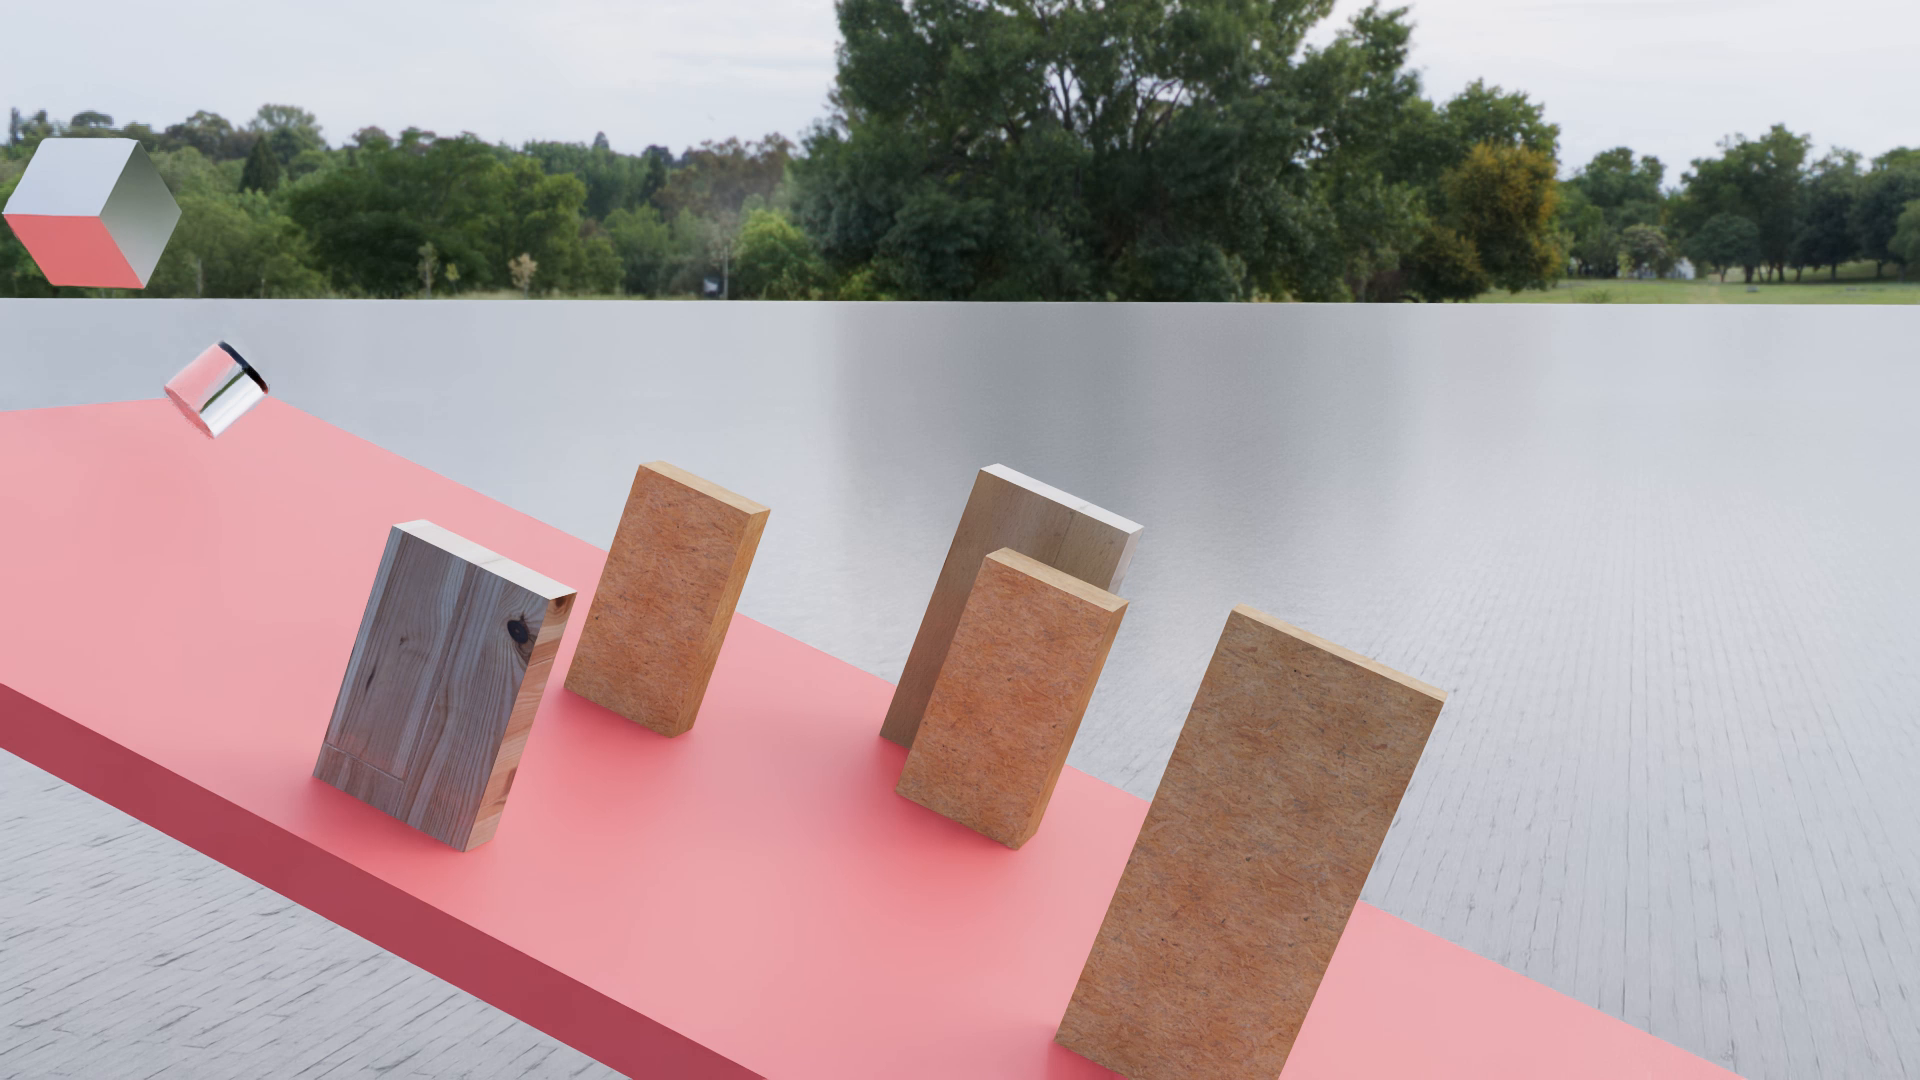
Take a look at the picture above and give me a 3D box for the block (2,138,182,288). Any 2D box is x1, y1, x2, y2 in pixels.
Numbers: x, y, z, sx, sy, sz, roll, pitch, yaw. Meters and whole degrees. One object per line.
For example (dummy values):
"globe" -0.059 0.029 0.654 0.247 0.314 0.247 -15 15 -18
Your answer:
"block" -1.661 -0.628 4.221 0.200 0.200 0.200 3 -34 12

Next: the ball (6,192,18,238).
"ball" -1.903 -0.672 4.542 0.128 0.128 0.128 0 7 0

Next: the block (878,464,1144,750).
"block" 0.109 0.198 4.744 0.349 0.631 0.138 24 13 13

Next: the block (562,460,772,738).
"block" -0.579 0.116 4.334 0.249 0.481 0.104 24 13 13

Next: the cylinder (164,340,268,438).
"cylinder" -1.658 -0.336 4.902 0.157 0.157 0.157 -46 28 -20

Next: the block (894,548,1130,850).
"block" 0.104 0.319 4.463 0.280 0.529 0.150 24 13 13

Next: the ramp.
"ramp" -0.316 0.566 4.200 4.000 0.100 2.000 24 13 13

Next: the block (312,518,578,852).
"block" -0.829 0.232 3.530 0.294 0.445 0.094 24 13 13

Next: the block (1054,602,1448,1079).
"block" 0.460 0.533 3.539 0.356 0.787 0.081 24 13 13
